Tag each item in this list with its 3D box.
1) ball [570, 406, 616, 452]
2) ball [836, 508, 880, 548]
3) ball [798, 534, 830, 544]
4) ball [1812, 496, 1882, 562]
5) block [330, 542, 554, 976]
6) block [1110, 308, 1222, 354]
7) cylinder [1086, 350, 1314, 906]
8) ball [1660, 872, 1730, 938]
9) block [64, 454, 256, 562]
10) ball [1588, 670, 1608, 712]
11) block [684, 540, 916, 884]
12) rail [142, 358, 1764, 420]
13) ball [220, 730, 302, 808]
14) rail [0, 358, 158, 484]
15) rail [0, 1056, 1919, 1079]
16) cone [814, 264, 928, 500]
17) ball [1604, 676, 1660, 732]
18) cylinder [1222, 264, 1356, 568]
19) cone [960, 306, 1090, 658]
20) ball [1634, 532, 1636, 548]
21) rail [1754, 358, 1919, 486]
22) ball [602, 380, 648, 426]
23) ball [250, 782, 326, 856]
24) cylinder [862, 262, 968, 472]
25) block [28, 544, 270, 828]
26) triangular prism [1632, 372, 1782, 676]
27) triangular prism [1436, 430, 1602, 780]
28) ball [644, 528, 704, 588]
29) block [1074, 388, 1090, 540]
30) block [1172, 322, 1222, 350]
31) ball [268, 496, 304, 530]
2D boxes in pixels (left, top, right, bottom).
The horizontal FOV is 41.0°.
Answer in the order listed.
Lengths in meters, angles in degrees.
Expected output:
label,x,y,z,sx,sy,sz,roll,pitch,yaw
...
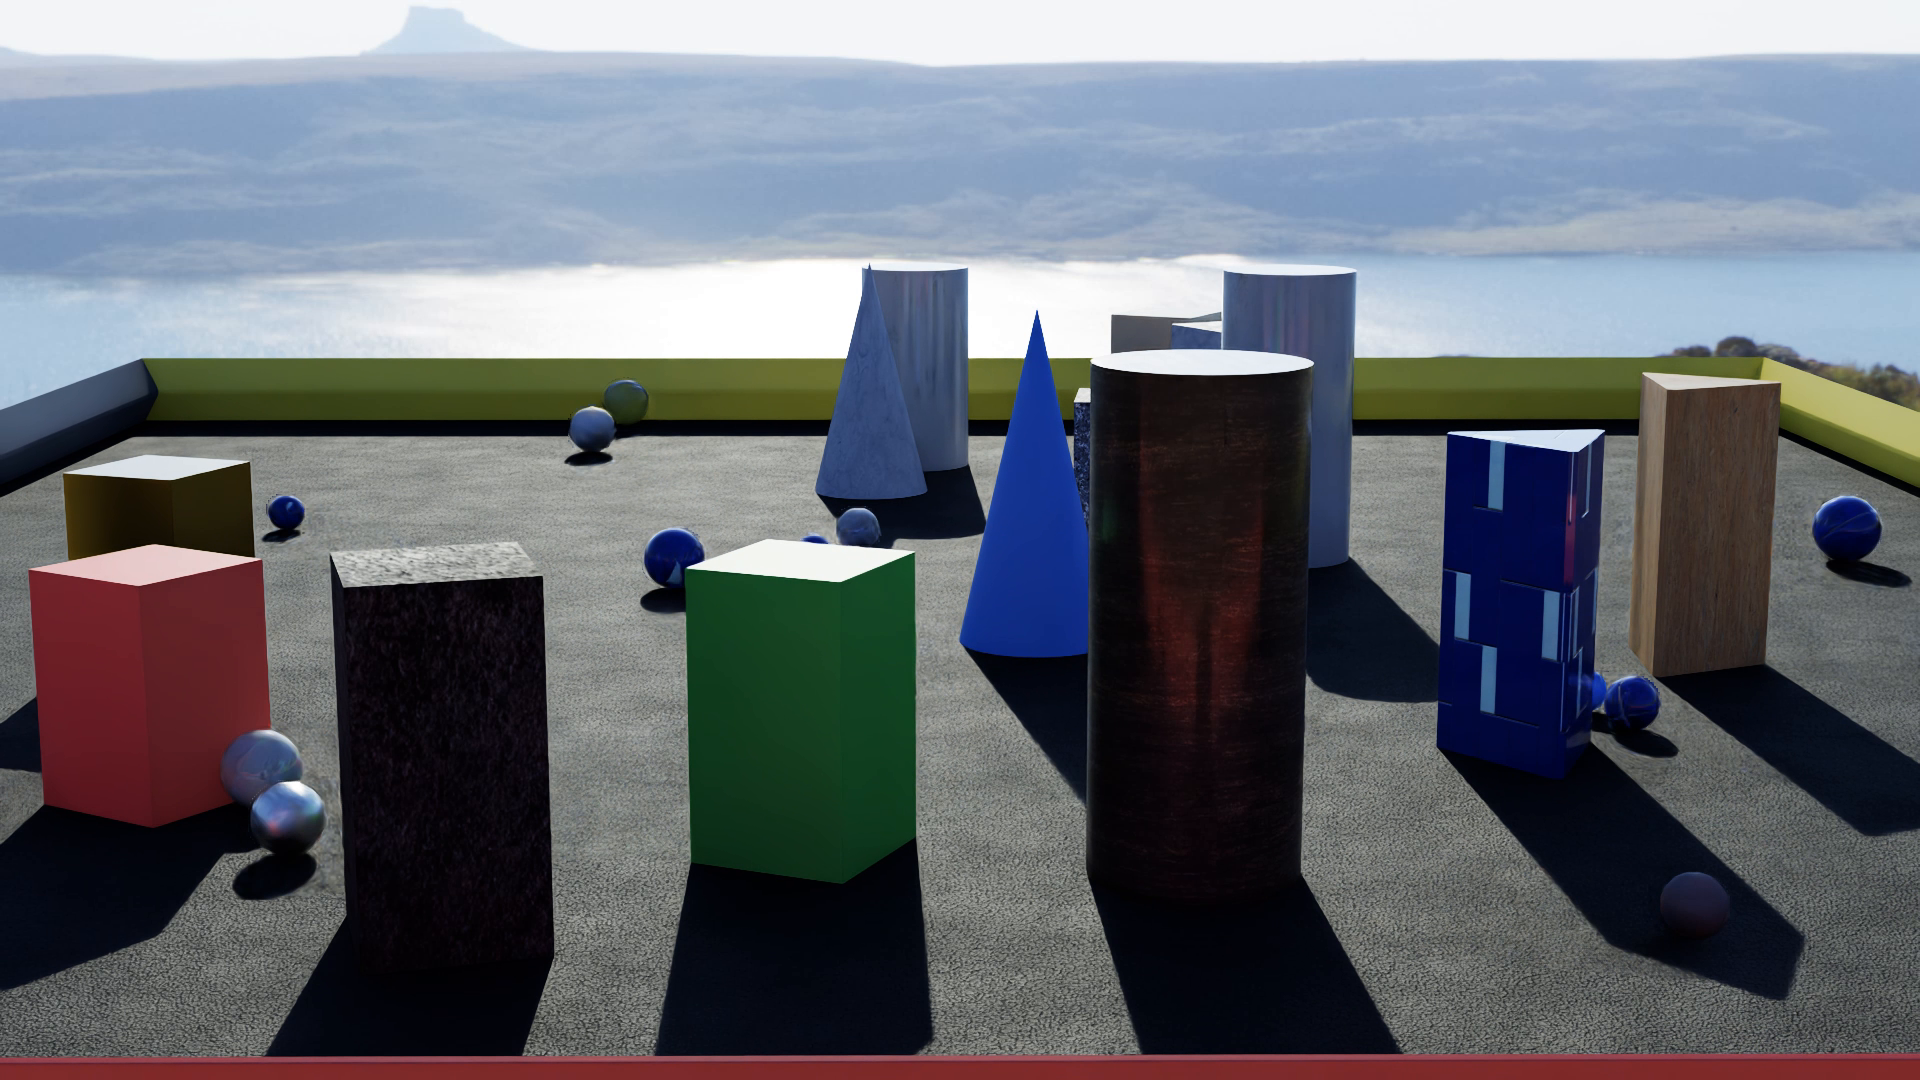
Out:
label,x,y,z,sx,sy,sz,roll,pitch,yaw
ball,-0.698,-0.209,4.871,0.087,0.087,0.087,0,11,0
ball,-0.155,-0.016,3.884,0.067,0.067,0.067,0,11,0
ball,-0.212,0.021,3.711,0.057,0.057,0.057,0,11,0
ball,1.314,-0.017,3.801,0.098,0.098,0.098,0,11,0
block,-0.434,0.177,2.146,0.157,0.321,0.157,-3,11,-17
block,0.380,-0.279,4.716,0.157,0.279,0.157,5,12,27
cylinder,0.213,0.073,2.305,0.196,0.468,0.196,0,11,0
ball,0.620,0.308,2.165,0.056,0.056,0.056,0,11,0
block,-0.985,0.028,3.174,0.157,0.239,0.157,4,11,20
ball,0.711,0.171,2.921,0.049,0.049,0.049,0,11,0
block,-0.145,0.155,2.386,0.157,0.277,0.157,5,11,24
rail,-0.011,-0.310,5.295,3.360,0.127,0.045,0,11,0
ball,-0.691,0.227,2.539,0.079,0.079,0.079,0,11,0
rail,-1.656,0.034,3.440,0.045,0.127,3.803,0,11,0
rail,0.011,0.375,1.602,3.360,0.127,0.045,0,11,0
cone,-0.154,-0.281,4.412,0.196,0.395,0.196,0,11,0
ball,0.743,0.181,2.838,0.060,0.060,0.060,0,11,0
cylinder,0.484,-0.186,3.810,0.196,0.429,0.196,0,11,0
cone,0.096,-0.082,3.250,0.196,0.428,0.196,0,11,0
ball,1.032,0.000,3.802,0.066,0.066,0.066,0,11,0
rail,1.656,0.031,3.458,0.045,0.127,3.803,0,11,0
ball,-0.681,-0.280,5.227,0.094,0.094,0.094,0,11,0
ball,-0.626,0.260,2.390,0.069,0.069,0.069,0,11,0
cylinder,-0.082,-0.320,4.712,0.196,0.363,0.196,0,11,0
block,-0.806,0.141,2.563,0.157,0.239,0.157,6,12,31
triangular prism,0.884,-0.025,3.161,0.170,0.348,0.147,-5,12,-25
triangular prism,0.626,0.059,2.726,0.147,0.342,0.170,-8,13,-36
ball,-0.402,0.026,3.606,0.086,0.086,0.086,0,11,0
block,0.245,-0.079,3.691,0.157,0.260,0.157,1,11,5
block,0.460,-0.208,4.280,0.157,0.299,0.157,-6,12,-28
ball,-1.065,-0.043,4.059,0.056,0.056,0.056,0,11,0
